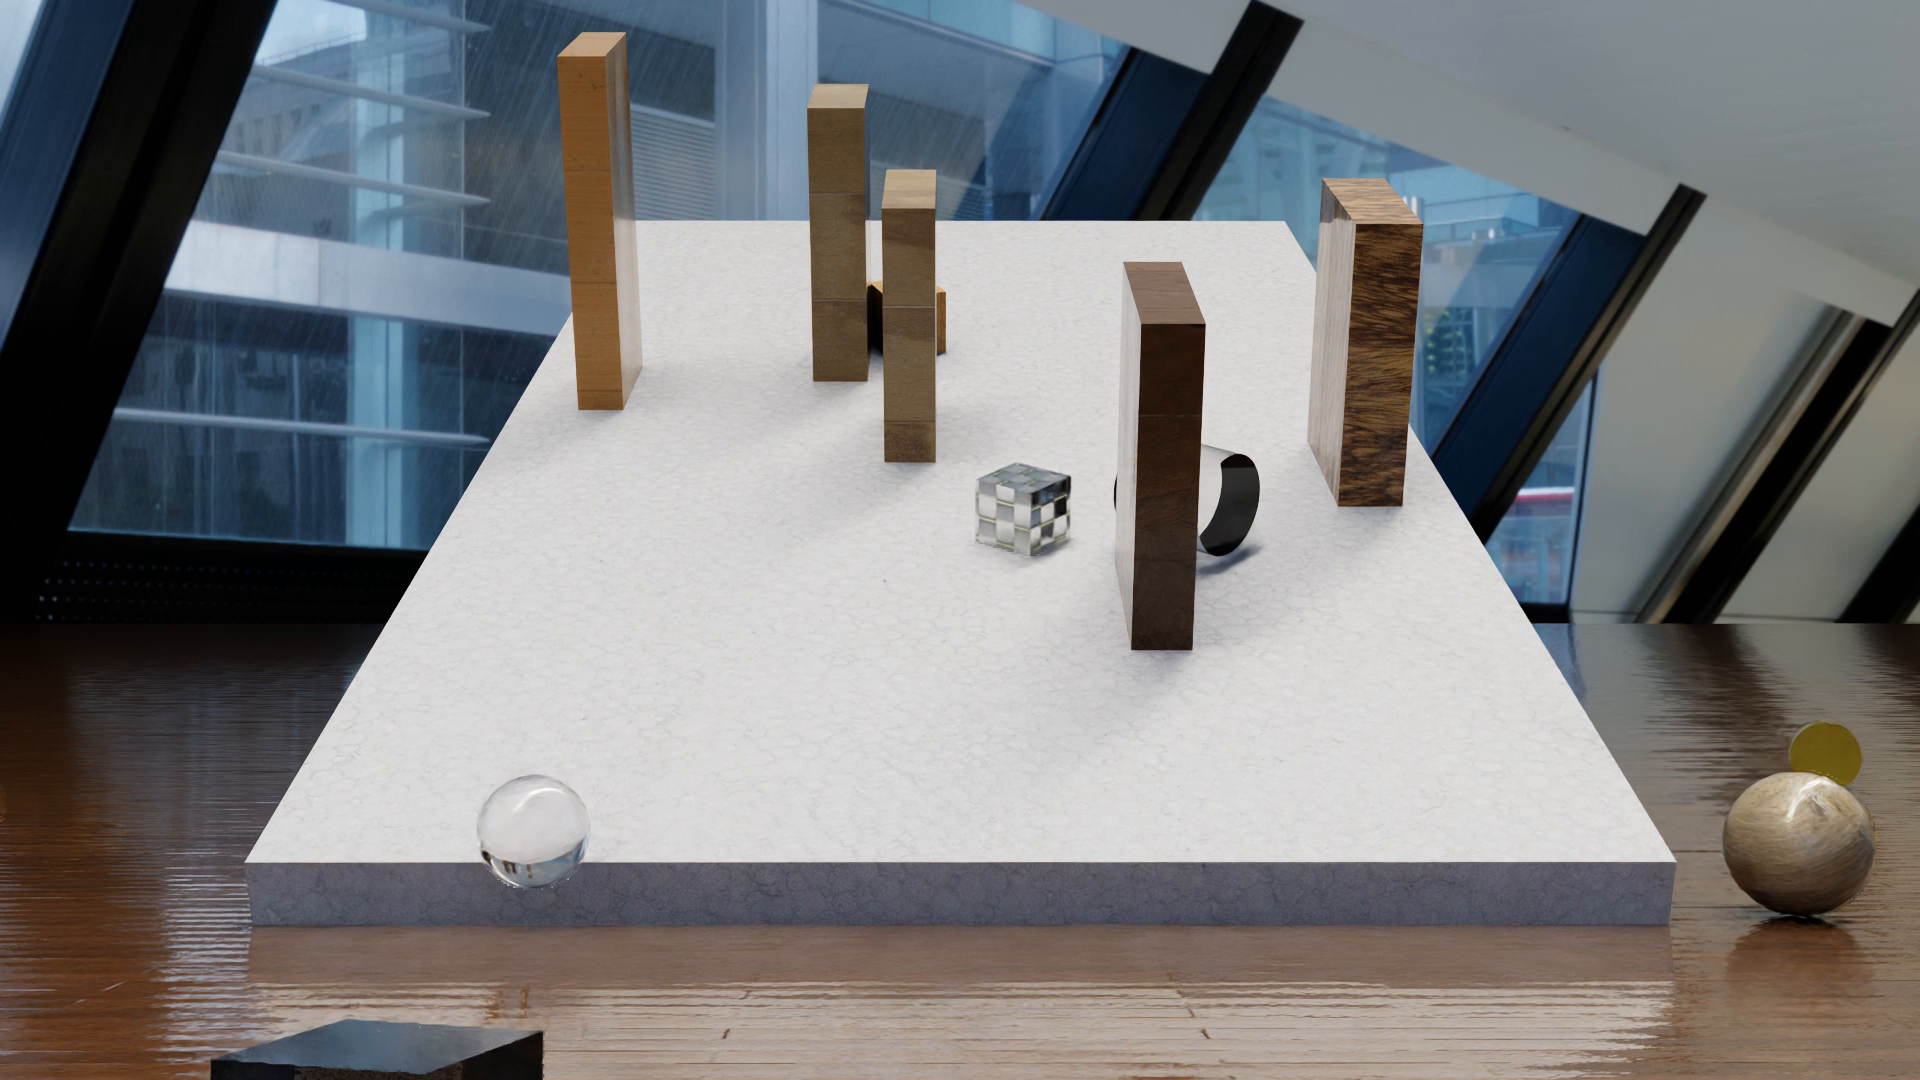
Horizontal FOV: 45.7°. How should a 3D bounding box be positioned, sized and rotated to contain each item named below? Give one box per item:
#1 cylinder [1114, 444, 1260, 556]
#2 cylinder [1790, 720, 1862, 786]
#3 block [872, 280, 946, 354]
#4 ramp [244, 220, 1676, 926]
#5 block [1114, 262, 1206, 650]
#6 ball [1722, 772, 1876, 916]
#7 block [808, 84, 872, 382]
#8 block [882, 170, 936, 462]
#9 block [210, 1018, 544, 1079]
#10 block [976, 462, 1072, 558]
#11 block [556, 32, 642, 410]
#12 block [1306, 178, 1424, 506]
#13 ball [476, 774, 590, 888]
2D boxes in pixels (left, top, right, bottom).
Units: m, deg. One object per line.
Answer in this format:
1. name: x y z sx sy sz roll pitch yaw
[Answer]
1. cylinder: 0.431 -0.089 4.325 0.198 0.198 0.198 18 10 39
2. cylinder: 2.195 0.546 5.783 0.169 0.169 0.169 -1 -2 19
3. block: -0.129 -0.549 5.600 0.151 0.151 0.151 -6 22 -17
4. ramp: -0.006 -0.213 5.069 2.000 0.100 4.000 0 21 0
5. block: 0.343 -0.154 3.967 0.105 0.573 0.417 0 21 0
6. ball: 1.219 0.442 3.315 0.209 0.209 0.209 0 -2 0
7. block: -0.281 -0.729 5.385 0.128 0.640 0.327 0 21 0
8. block: -0.106 -0.486 4.883 0.108 0.542 0.387 0 21 0
9. block: -0.379 0.408 1.493 0.153 0.153 0.153 -1 -2 18
10. block: 0.120 -0.058 4.337 0.130 0.130 0.130 16 26 35
11. block: -0.810 -0.724 5.159 0.102 0.789 0.350 0 21 0
12. block: 0.818 -0.410 4.643 0.129 0.573 0.423 0 21 0
13. ball: -0.581 0.397 3.105 0.154 0.154 0.154 0 -2 0
